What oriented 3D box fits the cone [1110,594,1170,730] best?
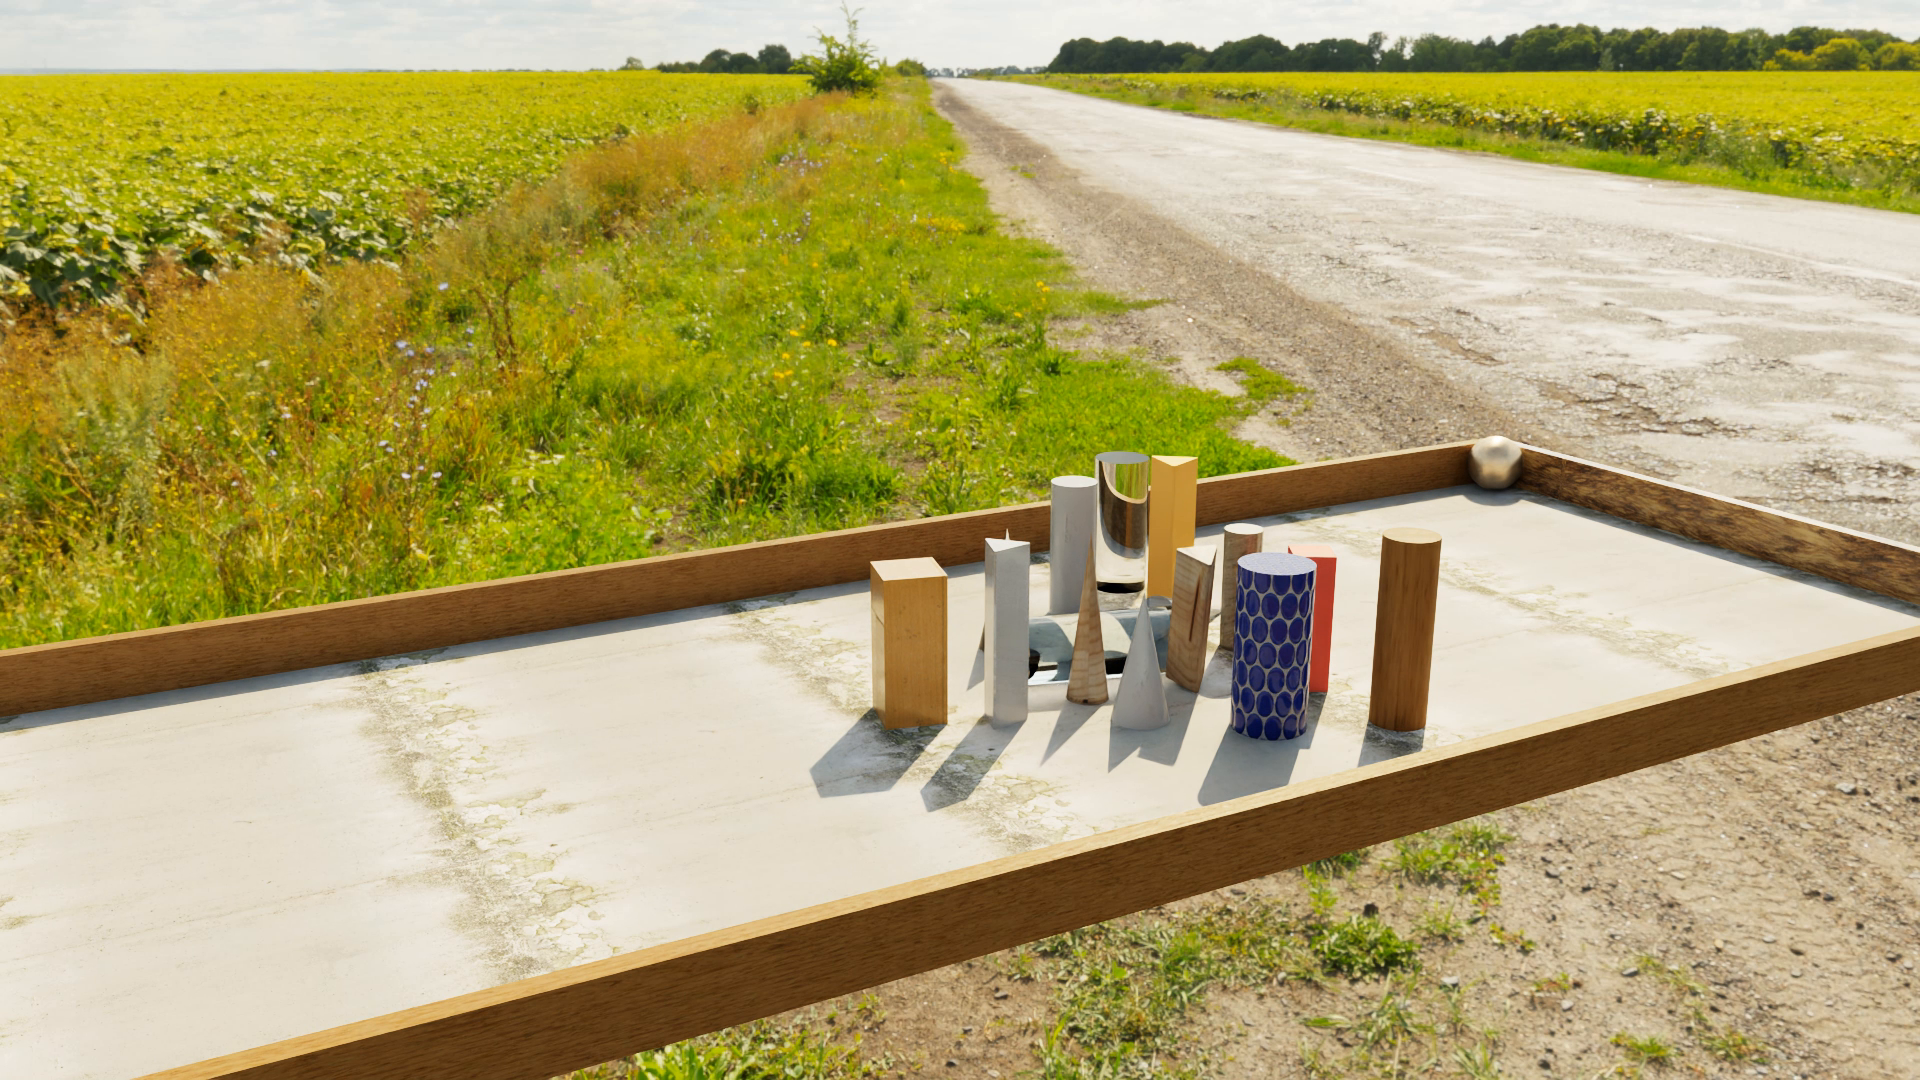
[{"bbox_3d":[0.428,0.271,3.872,0.140,0.316,0.140,0,16,0],"label":"cone"}]

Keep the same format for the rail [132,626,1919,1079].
[{"bbox_3d":[-2.336,1.006,1.665,12.000,0.150,0.050,-9,18,-27],"label":"rail"}]

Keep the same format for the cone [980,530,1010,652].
[{"bbox_3d":[0.123,0.126,4.346,0.146,0.326,0.146,0,16,0],"label":"cone"}]

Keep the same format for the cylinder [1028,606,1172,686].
[{"bbox_3d":[0.351,0.265,4.152,0.412,0.170,0.170,-4,17,-13],"label":"cylinder"}]

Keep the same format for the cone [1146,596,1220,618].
[{"bbox_3d":[0.645,0.203,4.551,0.127,0.127,0.362,14,11,39],"label":"cone"}]

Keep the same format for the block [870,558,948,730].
[{"bbox_3d":[-0.120,0.242,3.884,0.150,0.366,0.150,-4,17,-14],"label":"block"}]

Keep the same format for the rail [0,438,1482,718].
[{"bbox_3d":[-3.305,0.497,3.399,12.000,0.150,0.050,-9,18,-27],"label":"rail"}]

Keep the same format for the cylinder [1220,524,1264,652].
[{"bbox_3d":[0.741,0.126,4.350,0.101,0.324,0.101,0,16,0],"label":"cylinder"}]

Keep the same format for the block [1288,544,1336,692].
[{"bbox_3d":[0.861,0.194,4.078,0.101,0.348,0.101,1,16,2],"label":"block"}]

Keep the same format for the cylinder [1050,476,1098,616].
[{"bbox_3d":[0.316,0.021,4.606,0.129,0.382,0.129,0,16,0],"label":"cylinder"}]

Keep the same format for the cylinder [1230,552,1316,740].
[{"bbox_3d":[0.723,0.244,3.816,0.178,0.398,0.178,0,16,0],"label":"cylinder"}]

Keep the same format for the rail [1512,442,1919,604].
[{"bbox_3d":[2.466,-0.048,5.253,0.050,0.150,2.100,-9,18,-27],"label":"rail"}]

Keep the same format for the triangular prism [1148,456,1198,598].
[{"bbox_3d":[0.571,-0.006,4.574,0.108,0.451,0.124,12,20,36],"label":"triangular prism"}]

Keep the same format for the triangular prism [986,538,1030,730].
[{"bbox_3d":[0.090,0.215,3.855,0.107,0.434,0.092,-14,21,-39],"label":"triangular prism"}]

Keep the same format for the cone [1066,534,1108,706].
[{"bbox_3d":[0.312,0.183,3.981,0.104,0.423,0.104,0,16,0],"label":"cone"}]

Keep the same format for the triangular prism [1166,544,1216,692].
[{"bbox_3d":[0.584,0.185,4.041,0.088,0.364,0.102,-24,37,-37],"label":"triangular prism"}]

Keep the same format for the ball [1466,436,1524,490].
[{"bbox_3d":[1.932,-0.278,5.954,0.196,0.196,0.196,0,16,0],"label":"ball"}]

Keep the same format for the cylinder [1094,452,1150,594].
[{"bbox_3d":[0.471,-0.052,4.840,0.158,0.390,0.158,0,16,0],"label":"cylinder"}]

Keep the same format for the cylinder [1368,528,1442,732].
[{"bbox_3d":[1.034,0.208,3.836,0.132,0.457,0.132,0,16,0],"label":"cylinder"}]
